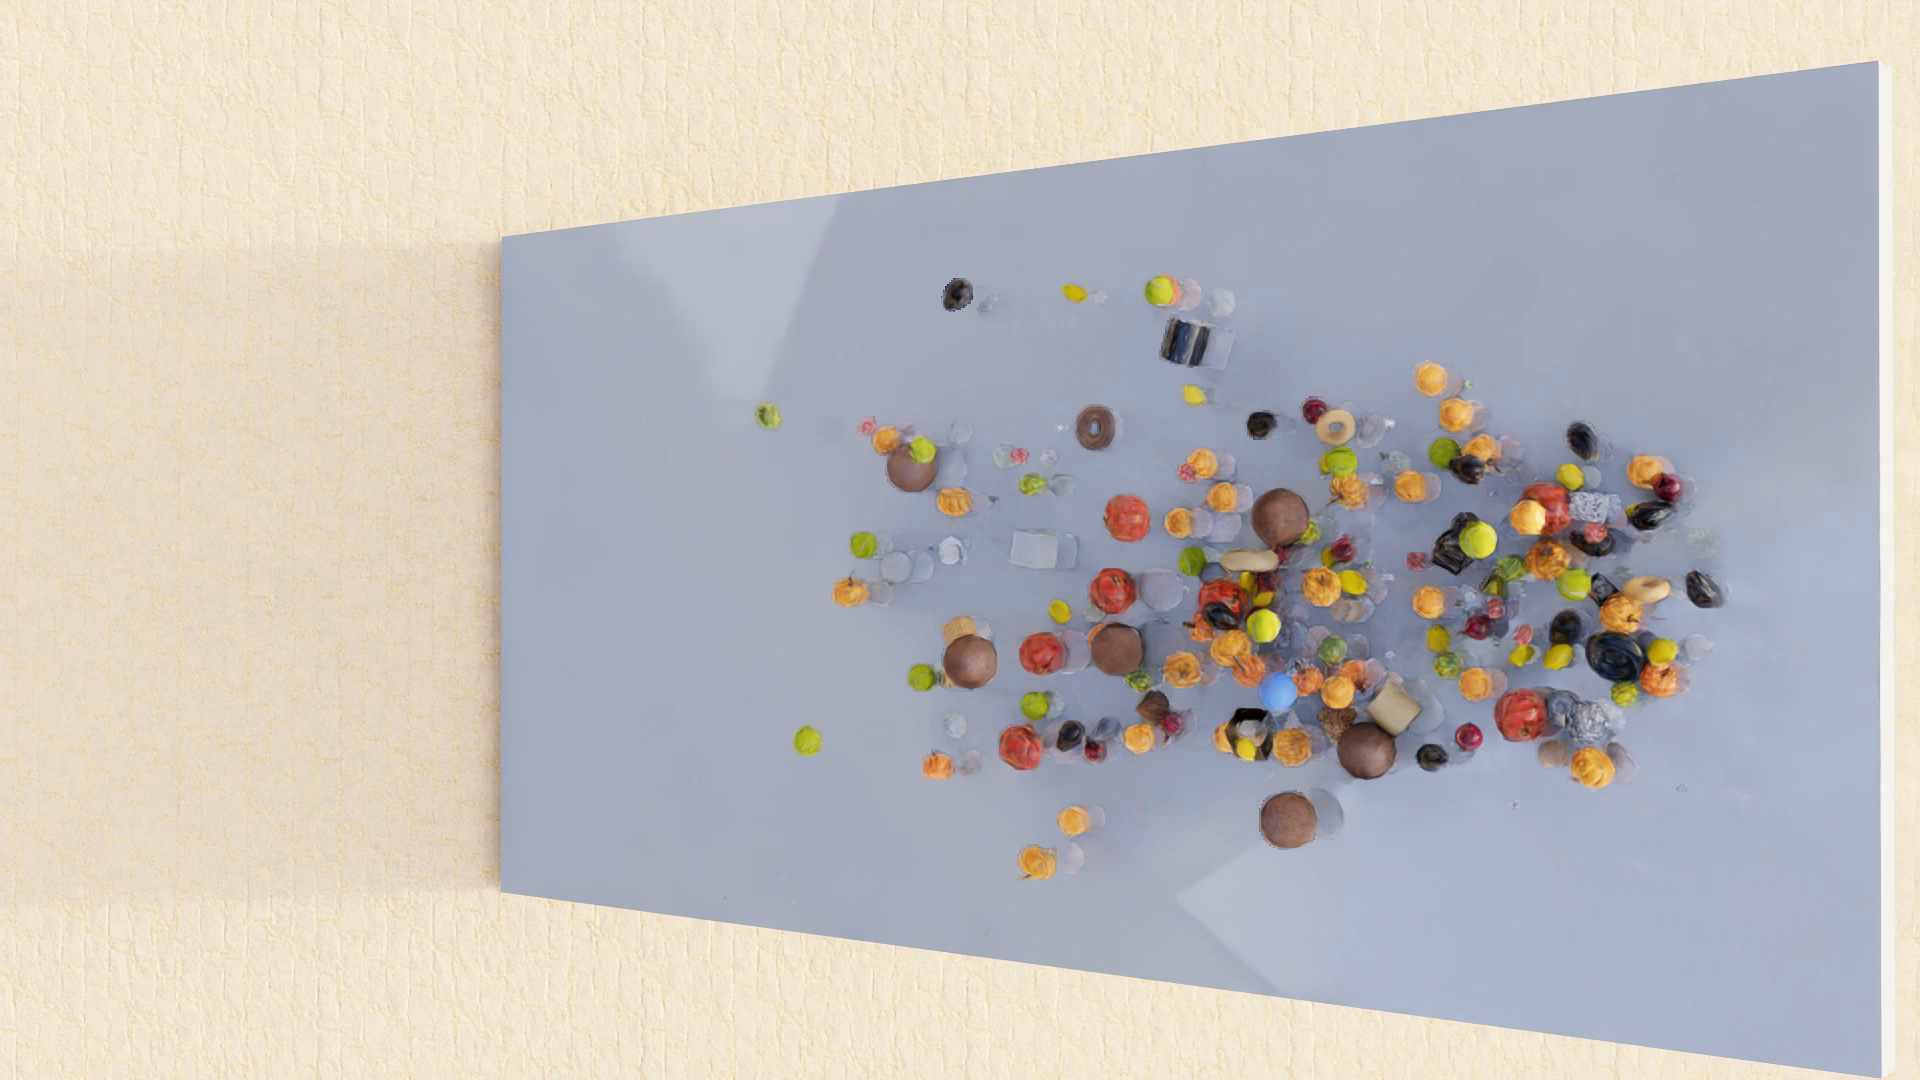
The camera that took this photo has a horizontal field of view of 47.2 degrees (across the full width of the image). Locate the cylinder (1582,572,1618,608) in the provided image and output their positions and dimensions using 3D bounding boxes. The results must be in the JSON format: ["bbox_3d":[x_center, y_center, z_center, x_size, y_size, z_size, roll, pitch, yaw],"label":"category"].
[{"bbox_3d":[1.344,0.106,4.617,0.053,0.053,0.053,41,90,1],"label":"cylinder"}]

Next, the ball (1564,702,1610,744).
[{"bbox_3d":[1.318,0.384,4.624,0.090,0.090,0.090,0,90,0],"label":"ball"}]

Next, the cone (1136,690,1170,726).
[{"bbox_3d":[0.444,0.405,5.277,0.086,0.086,0.086,-1,89,37],"label":"cone"}]

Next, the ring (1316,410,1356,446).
[{"bbox_3d":[0.841,-0.252,4.925,0.089,0.030,0.089,2,121,4],"label":"ring"}]

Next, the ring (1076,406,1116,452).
[{"bbox_3d":[0.332,-0.274,5.397,0.113,0.038,0.113,-1,89,38],"label":"ring"}]

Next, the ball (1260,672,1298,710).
[{"bbox_3d":[0.708,0.337,4.891,0.083,0.083,0.083,0,90,0],"label":"ball"}]

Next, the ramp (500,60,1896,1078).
[{"bbox_3d":[0.233,0.065,5.553,4.000,0.100,2.000,0,89,37],"label":"ramp"}]

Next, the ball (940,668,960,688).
[{"bbox_3d":[-0.025,0.354,5.649,0.052,0.052,0.052,0,90,0],"label":"ball"}]

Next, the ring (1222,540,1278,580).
[{"bbox_3d":[0.660,0.047,5.009,0.134,0.134,0.045,17,117,0],"label":"ring"}]

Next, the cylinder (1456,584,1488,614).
[{"bbox_3d":[1.113,0.129,4.784,0.051,0.051,0.051,22,90,-4],"label":"cylinder"}]

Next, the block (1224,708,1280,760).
[{"bbox_3d":[0.675,0.448,5.085,0.082,0.082,0.082,-53,130,-36],"label":"block"}]

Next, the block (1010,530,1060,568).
[{"bbox_3d":[0.187,0.024,5.474,0.083,0.083,0.083,12,97,36],"label":"block"}]

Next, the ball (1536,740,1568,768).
[{"bbox_3d":[1.261,0.456,4.683,0.062,0.062,0.062,0,90,0],"label":"ball"}]

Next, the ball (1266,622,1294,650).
[{"bbox_3d":[0.738,0.222,5.072,0.066,0.066,0.066,0,90,0],"label":"ball"}]

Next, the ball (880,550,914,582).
[{"bbox_3d":[-0.164,0.069,5.734,0.085,0.085,0.085,0,90,0],"label":"ball"}]

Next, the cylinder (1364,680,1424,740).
[{"bbox_3d":[0.960,0.376,4.871,0.093,0.093,0.093,43,90,10],"label":"cylinder"}]

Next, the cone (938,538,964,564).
[{"bbox_3d":[-0.040,0.024,5.674,0.072,0.072,0.072,-4,98,-26],"label":"cone"}]

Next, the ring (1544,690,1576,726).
[{"bbox_3d":[1.281,0.359,4.692,0.076,0.025,0.076,1,91,35],"label":"ring"}]

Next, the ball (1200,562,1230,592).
[{"bbox_3d":[0.600,0.086,5.171,0.073,0.073,0.073,0,90,0],"label":"ball"}]

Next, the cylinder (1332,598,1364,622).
[{"bbox_3d":[0.876,0.158,4.970,0.052,0.052,0.052,11,89,-37],"label":"cylinder"}]

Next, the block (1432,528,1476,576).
[{"bbox_3d":[1.075,0.024,4.785,0.064,0.064,0.064,30,48,32],"label":"block"}]

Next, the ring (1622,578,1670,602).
[{"bbox_3d":[1.398,0.101,4.478,0.094,0.094,0.031,-9,107,0],"label":"ring"}]

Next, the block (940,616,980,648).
[{"bbox_3d":[0.000,0.236,5.625,0.060,0.060,0.060,-31,72,32],"label":"block"}]

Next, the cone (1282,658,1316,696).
[{"bbox_3d":[0.759,0.314,5.042,0.088,0.088,0.088,0,89,37],"label":"cone"}]

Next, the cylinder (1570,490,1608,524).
[{"bbox_3d":[1.327,-0.070,4.636,0.062,0.062,0.062,11,90,34],"label":"cylinder"}]

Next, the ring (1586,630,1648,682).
[{"bbox_3d":[1.368,0.243,4.584,0.131,0.131,0.044,37,52,0],"label":"ring"}]
